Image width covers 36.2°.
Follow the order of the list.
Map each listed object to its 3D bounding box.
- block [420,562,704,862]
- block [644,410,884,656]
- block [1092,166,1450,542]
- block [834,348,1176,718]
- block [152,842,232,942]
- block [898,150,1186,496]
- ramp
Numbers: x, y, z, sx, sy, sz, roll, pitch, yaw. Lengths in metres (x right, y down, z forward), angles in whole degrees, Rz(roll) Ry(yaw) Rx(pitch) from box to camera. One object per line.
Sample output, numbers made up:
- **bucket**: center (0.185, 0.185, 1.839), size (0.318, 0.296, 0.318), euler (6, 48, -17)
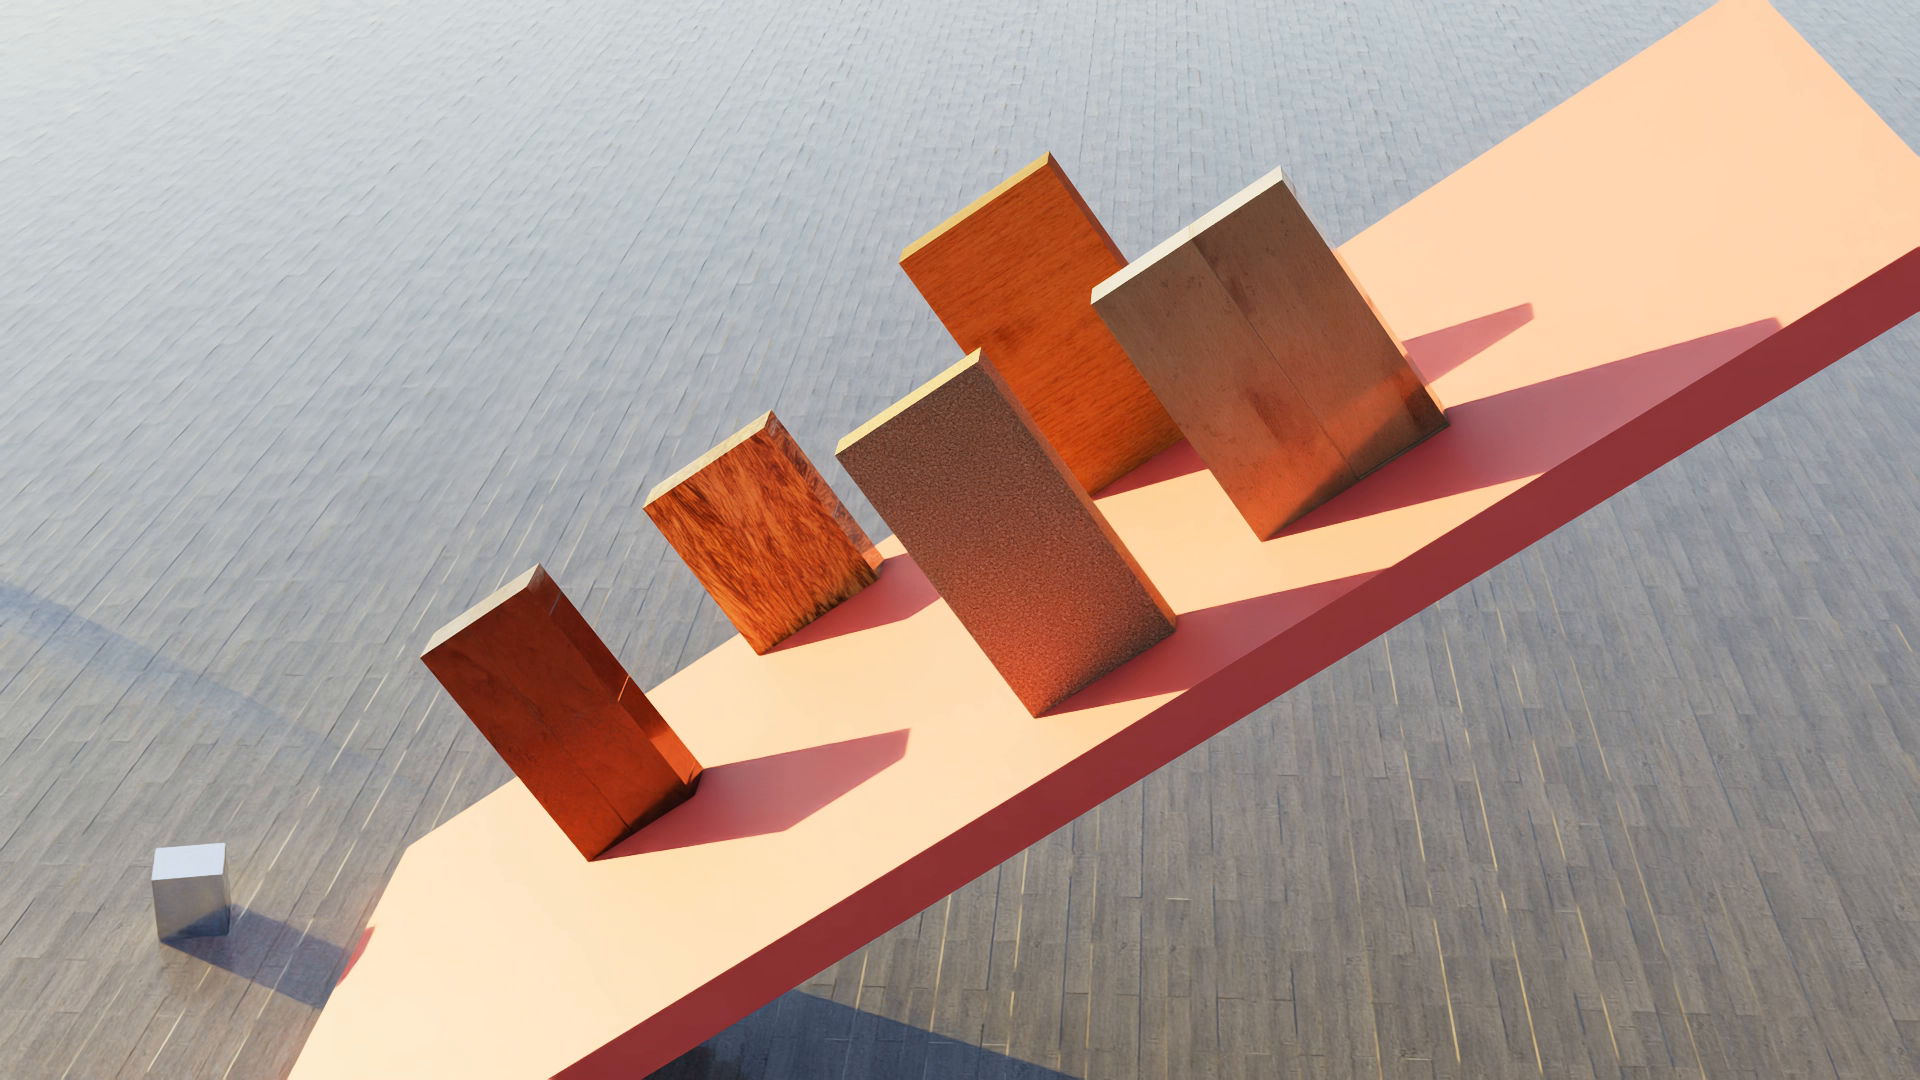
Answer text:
- **block**: center (-0.885, 0.389, 6.577), size (0.303, 0.607, 0.139), euler (-33, 16, 15)
- **block**: center (-0.473, -0.015, 7.121), size (0.366, 0.467, 0.130), euler (-33, 16, 15)
- **block**: center (0.587, -0.346, 5.558), size (0.424, 0.576, 0.102), euler (-33, 16, 15)
- **block**: center (0.090, -0.007, 5.523), size (0.326, 0.646, 0.083), euler (-33, 16, 15)
- **block**: center (-1.960, 0.897, 7.509), size (0.174, 0.174, 0.174), euler (-4, 22, -10)
- **block**: center (0.227, -0.461, 6.485), size (0.394, 0.681, 0.108), euler (-33, 16, 15)
- **ramp**: center (0.135, 0.174, 6.308), size (4.000, 0.100, 2.000), euler (-33, 16, 15)
